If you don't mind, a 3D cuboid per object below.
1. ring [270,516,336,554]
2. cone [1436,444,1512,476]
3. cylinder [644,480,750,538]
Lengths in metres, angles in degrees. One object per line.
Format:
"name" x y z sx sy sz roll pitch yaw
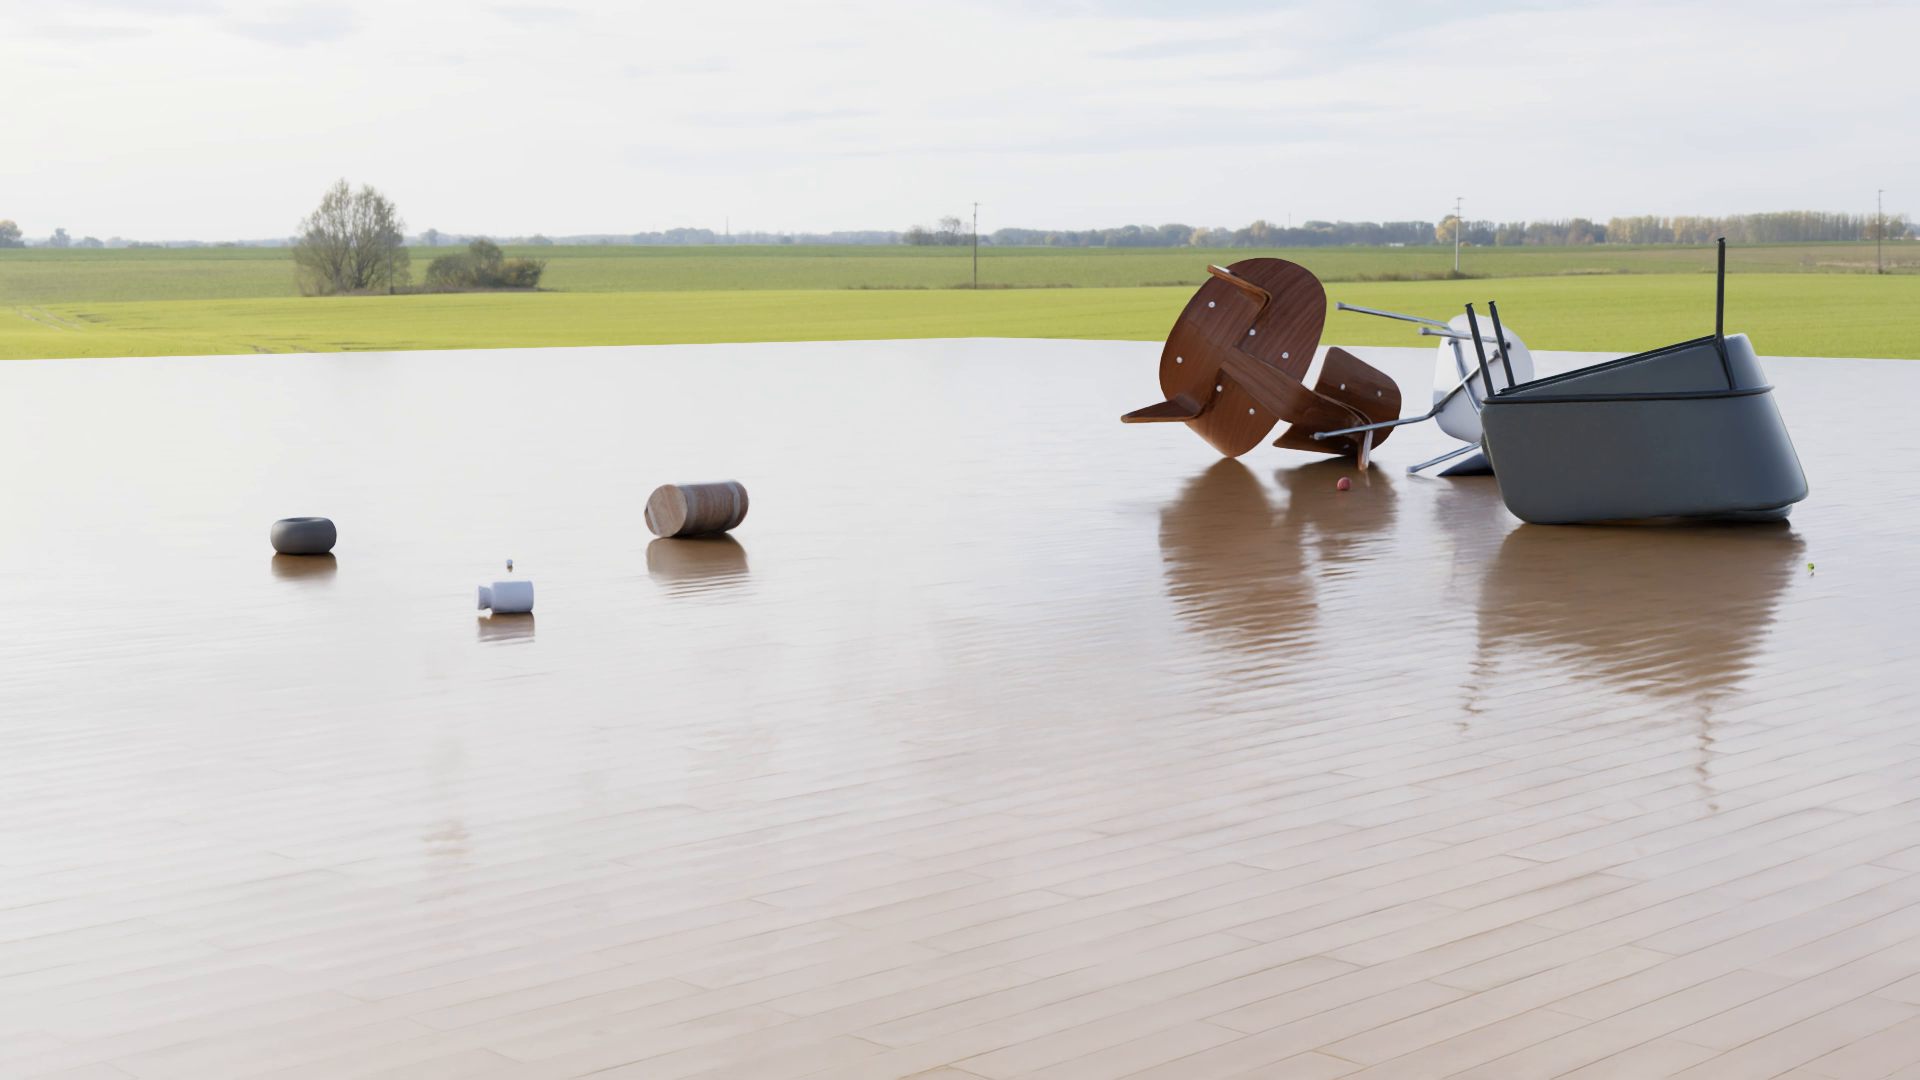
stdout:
"ring" -1.573 -0.011 6.147 0.155 0.077 0.235 -4 6 -19
"cone" 1.687 -0.242 8.511 0.264 0.104 0.124 -14 2 -21
"cylinder" -0.669 -0.081 6.531 0.168 0.129 0.211 -27 -14 41
